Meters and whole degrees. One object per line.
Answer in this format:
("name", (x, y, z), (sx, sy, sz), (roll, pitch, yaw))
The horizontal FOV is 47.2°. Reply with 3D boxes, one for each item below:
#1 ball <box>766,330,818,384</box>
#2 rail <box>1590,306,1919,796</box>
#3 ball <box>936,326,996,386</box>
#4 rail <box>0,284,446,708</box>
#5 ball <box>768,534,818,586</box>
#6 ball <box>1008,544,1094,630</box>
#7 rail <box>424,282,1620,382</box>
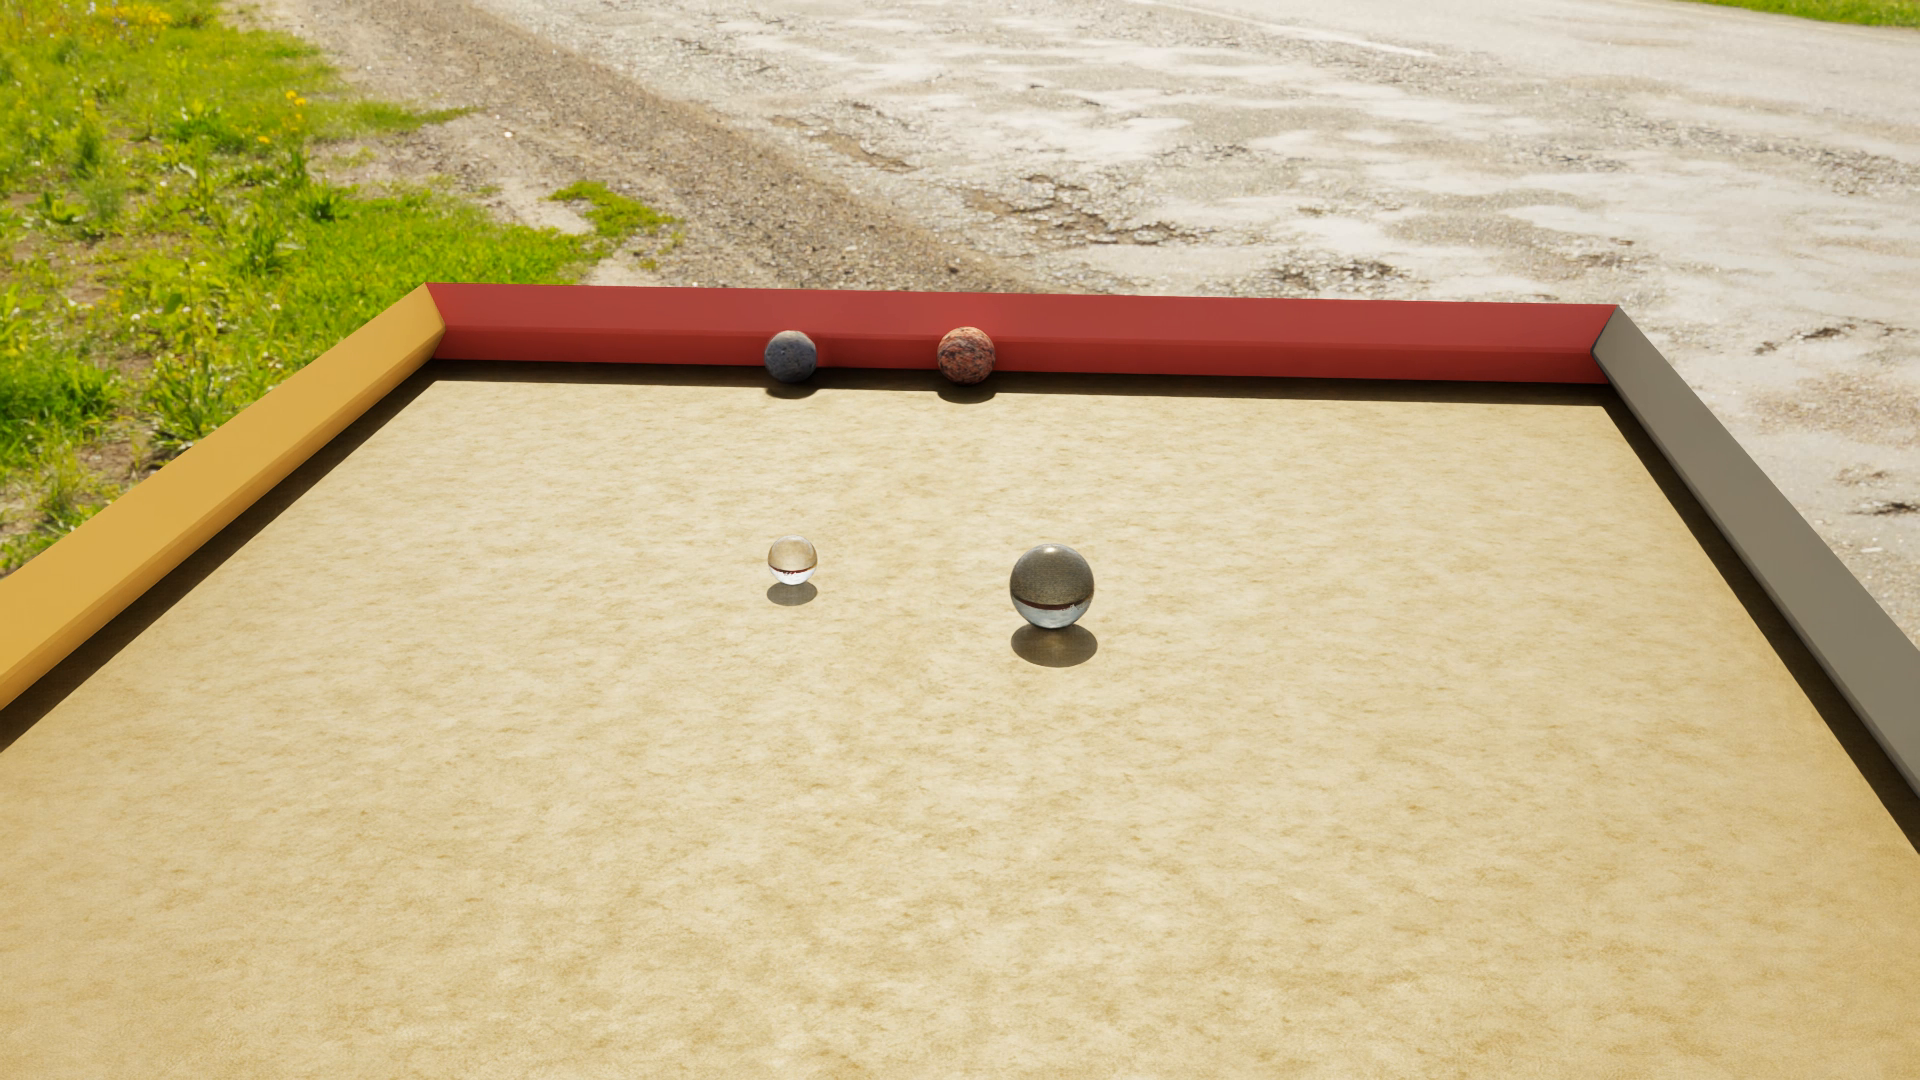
("ball", (-0.261, -0.284, 3.406), (0.082, 0.082, 0.082), (0, 19, 0))
("rail", (0.835, 0.312, 1.642), (0.045, 0.124, 3.728), (2, 19, 4))
("ball", (0.010, -0.284, 3.393), (0.091, 0.091, 0.091), (0, 19, 0))
("rail", (-0.988, 0.262, 1.784), (0.045, 0.124, 3.728), (2, 19, 4))
("ball", (-0.195, 0.023, 2.565), (0.059, 0.059, 0.059), (0, 19, 0))
("ball", (0.102, 0.051, 2.431), (0.095, 0.095, 0.095), (0, 19, 0))
("rail", (0.075, -0.320, 3.444), (1.876, 0.124, 0.045), (2, 19, 4))
